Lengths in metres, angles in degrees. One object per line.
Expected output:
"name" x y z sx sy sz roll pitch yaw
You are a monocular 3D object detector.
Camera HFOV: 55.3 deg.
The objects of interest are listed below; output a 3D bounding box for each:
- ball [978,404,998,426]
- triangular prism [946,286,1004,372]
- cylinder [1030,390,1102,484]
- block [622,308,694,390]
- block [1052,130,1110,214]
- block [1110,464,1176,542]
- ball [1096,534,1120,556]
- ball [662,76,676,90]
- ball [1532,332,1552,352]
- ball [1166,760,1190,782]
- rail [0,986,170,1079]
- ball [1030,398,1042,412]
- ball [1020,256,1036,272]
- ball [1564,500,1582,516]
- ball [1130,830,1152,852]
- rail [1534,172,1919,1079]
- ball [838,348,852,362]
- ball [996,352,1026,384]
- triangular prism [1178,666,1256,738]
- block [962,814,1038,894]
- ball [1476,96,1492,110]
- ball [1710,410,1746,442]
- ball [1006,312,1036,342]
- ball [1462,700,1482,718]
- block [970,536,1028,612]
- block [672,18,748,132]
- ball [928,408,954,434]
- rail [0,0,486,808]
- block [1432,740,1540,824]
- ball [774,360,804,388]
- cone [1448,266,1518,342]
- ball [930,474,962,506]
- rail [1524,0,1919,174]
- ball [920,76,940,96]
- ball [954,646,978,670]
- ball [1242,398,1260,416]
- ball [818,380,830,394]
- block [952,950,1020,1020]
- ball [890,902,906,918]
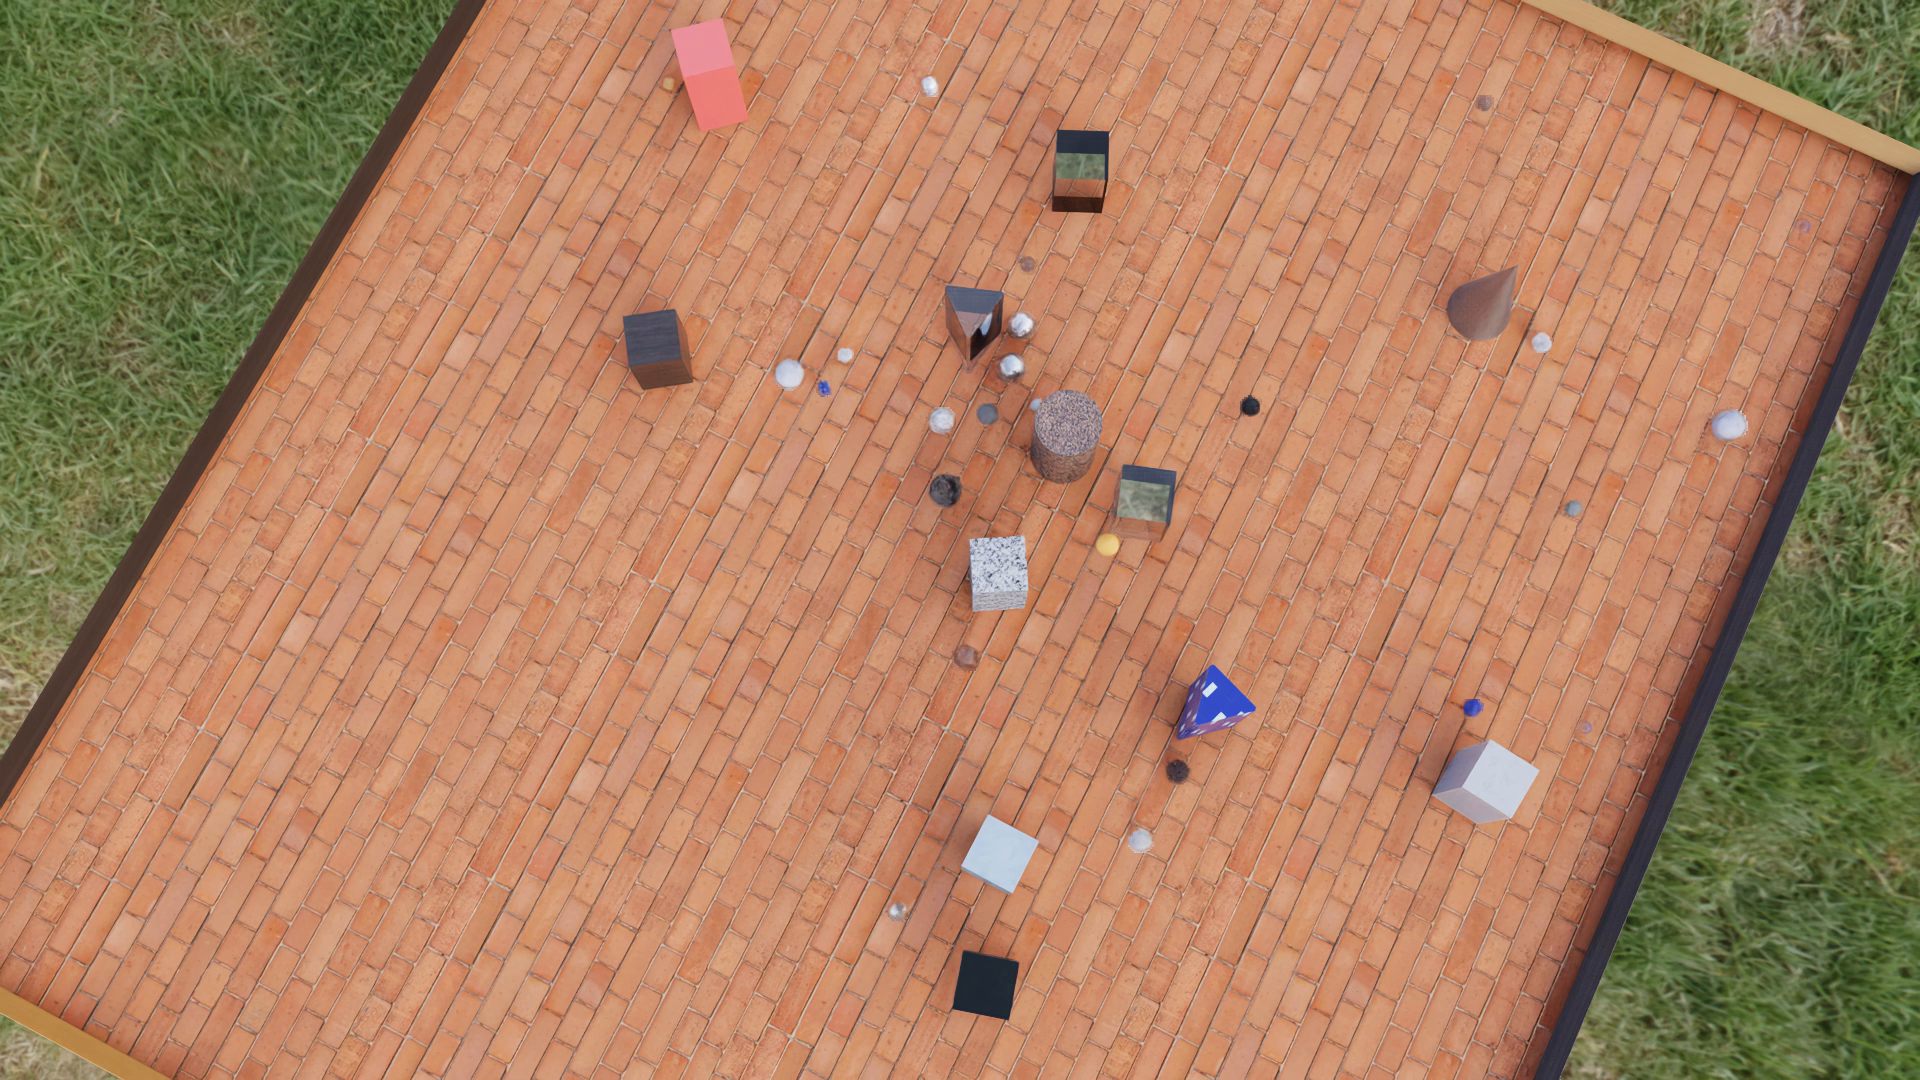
"ball" 0.087 -0.386 5.663 0.066 0.066 0.066 0 78 0
"triangular prism" 0.017 -0.667 5.568 0.149 0.365 0.172 36 81 7
"cylinder" 0.316 -0.306 5.502 0.199 0.349 0.199 0 78 0
"block" -0.922 -0.581 5.610 0.159 0.249 0.159 -9 78 -2
"block" 0.374 -1.148 5.718 0.159 0.267 0.159 2 78 0
"block" 0.547 -0.107 5.495 0.159 0.281 0.159 8 78 2
"ball" 0.449 0.015 5.577 0.071 0.071 0.071 0 78 0
"ball" -0.935 -1.470 5.900 0.042 0.042 0.042 0 78 0
"ball" 1.813 -0.617 5.715 0.058 0.058 0.058 0 78 0
"ball" 0.647 0.685 5.440 0.068 0.068 0.068 0 78 0
"rail" -1.087 2.135 5.108 4.422 0.129 0.045 26 80 5
"ball" 0.241 -0.418 5.680 0.046 0.046 0.046 0 78 0
"ball" 0.213 -0.869 5.770 0.051 0.051 0.051 0 78 0
"ball" 1.876 -0.095 5.612 0.049 0.049 0.049 0 78 0
"ball" 0.533 0.884 5.401 0.064 0.064 0.064 0 78 0
"rail" 1.956 0.965 5.350 0.045 0.129 4.906 26 80 5
"ball" -0.359 -0.576 5.712 0.047 0.047 0.047 0 78 0
"ball" 0.157 -0.532 5.679 0.094 0.094 0.094 0 78 0
"triangular prism" 0.717 0.462 5.293 0.172 0.446 0.149 -13 79 -3
"block" 0.111 0.903 5.237 0.159 0.378 0.159 27 80 5
"ball" 1.683 -1.402 5.883 0.046 0.046 0.046 0 78 0
"ball" 2.364 -0.352 5.639 0.098 0.098 0.098 0 78 0
"ball" 0.192 -0.665 5.707 0.092 0.092 0.092 0 78 0
"ball" 1.533 0.505 5.485 0.054 0.054 0.054 0 78 0
"block" 0.112 0.103 5.431 0.159 0.321 0.159 -3 78 -1
"block" -0.776 -1.446 5.718 0.159 0.388 0.159 -15 79 -3
"ball" -0.057 -0.367 5.652 0.080 0.080 0.080 0 78 0
"rail" -1.956 -0.951 5.747 0.045 0.129 4.906 26 80 5
"block" 1.514 0.703 5.297 0.159 0.342 0.159 33 80 6
"ball" -0.529 -0.515 5.678 0.089 0.089 0.089 0 78 0
"cone" 1.633 -0.763 5.562 0.199 0.416 0.199 0 78 0
"ball" -0.041 -0.153 5.598 0.099 0.099 0.099 0 78 0
"rail" 1.087 -2.121 5.989 4.422 0.129 0.045 26 80 5
"ball" -0.097 -1.460 5.888 0.061 0.061 0.061 0 78 0
"ball" 0.019 0.353 5.506 0.074 0.074 0.074 0 78 0
"ball" 0.901 -0.412 5.672 0.059 0.059 0.059 0 78 0
"ball" -0.422 -0.474 5.694 0.041 0.041 0.041 0 78 0
"block" 0.072 1.260 5.203 0.159 0.300 0.159 11 79 2
"ball" -0.181 1.084 5.367 0.050 0.050 0.050 0 78 0
